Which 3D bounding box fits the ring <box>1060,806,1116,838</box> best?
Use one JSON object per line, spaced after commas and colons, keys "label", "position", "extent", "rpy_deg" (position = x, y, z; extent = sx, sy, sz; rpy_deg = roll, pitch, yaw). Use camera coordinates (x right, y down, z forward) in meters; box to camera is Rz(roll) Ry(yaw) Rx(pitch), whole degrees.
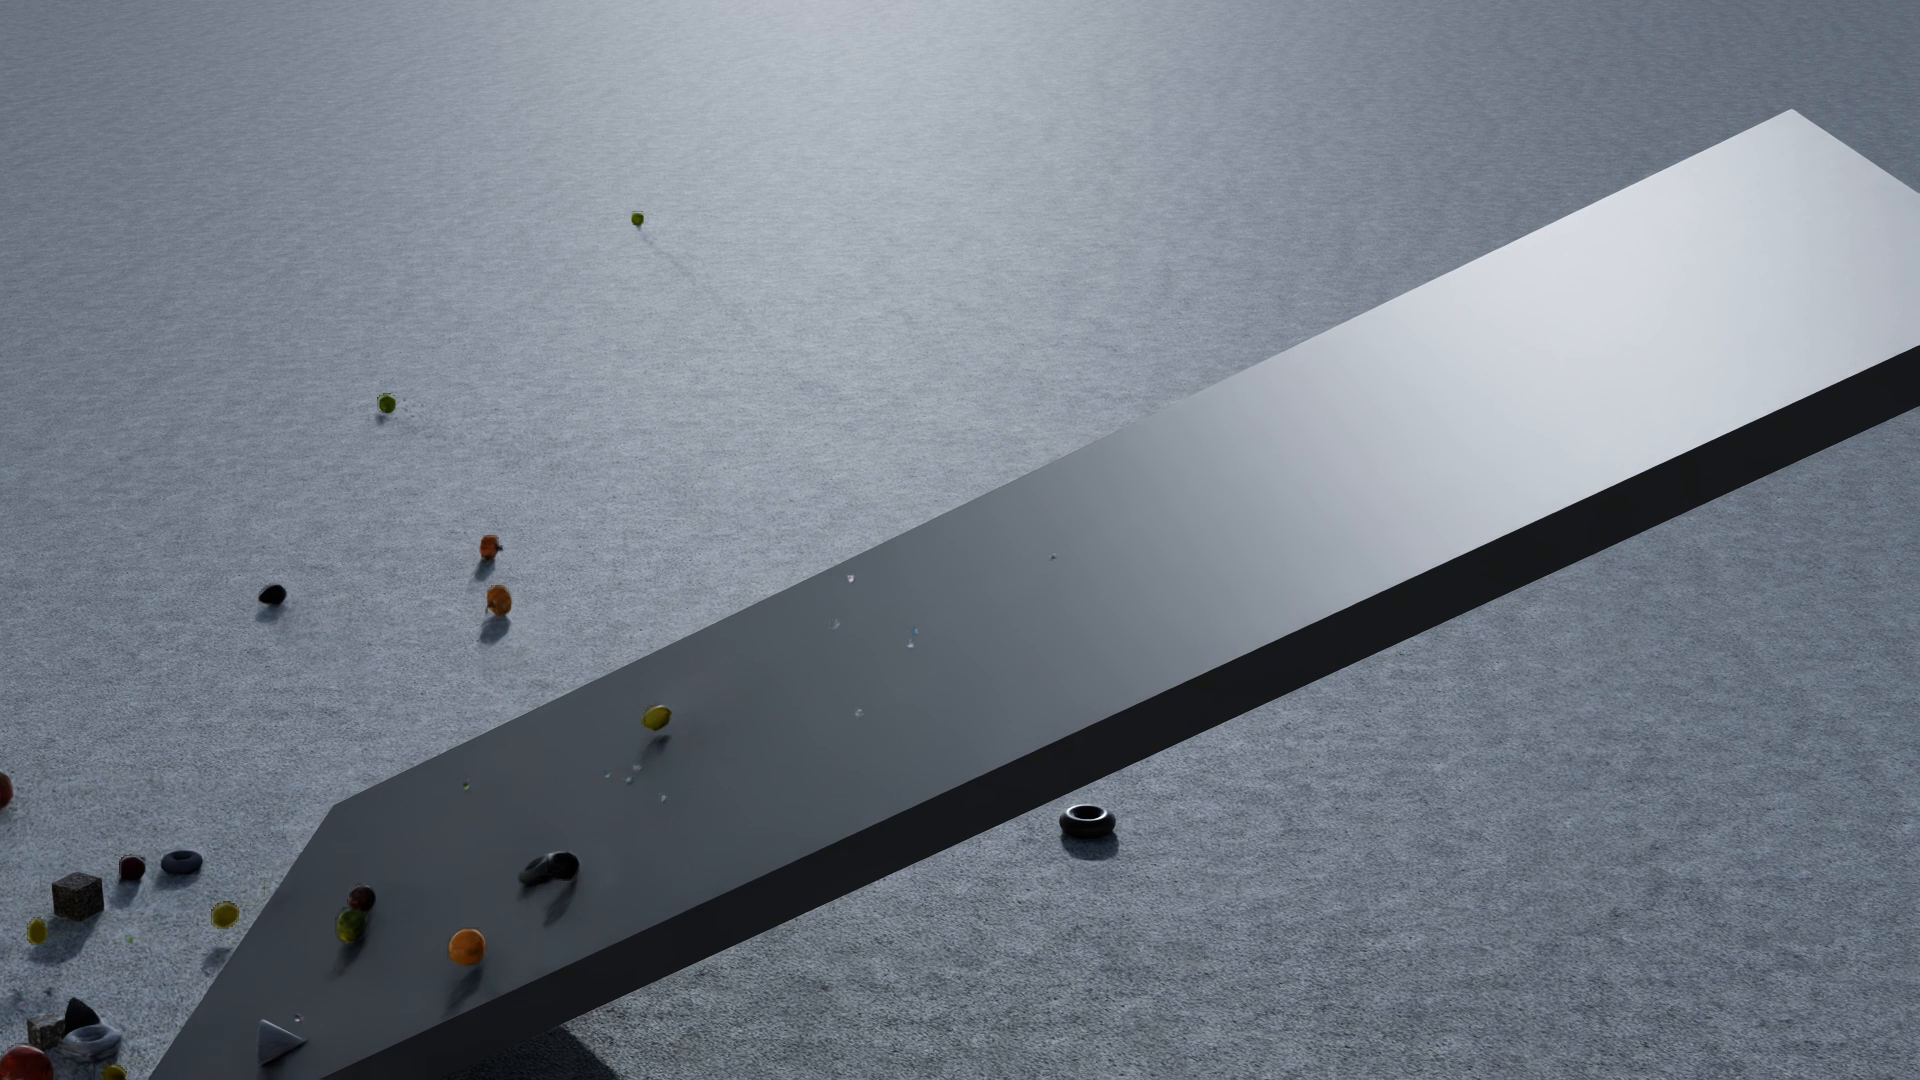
{"label": "ring", "position": [0.331, 0.731, 7.637], "extent": [0.148, 0.049, 0.148], "rpy_deg": [0, 18, 0]}

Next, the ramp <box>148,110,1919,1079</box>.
{"label": "ramp", "position": [0.139, 0.168, 6.281], "extent": [4.000, 0.100, 2.000], "rpy_deg": [-25, 14, 10]}

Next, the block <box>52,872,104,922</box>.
{"label": "block", "position": [-2.139, 0.865, 7.133], "extent": [0.082, 0.082, 0.082], "rpy_deg": [9, 19, 27]}

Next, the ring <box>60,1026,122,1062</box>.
{"label": "ring", "position": [-1.895, 1.099, 6.422], "extent": [0.131, 0.044, 0.131], "rpy_deg": [-1, 16, 0]}

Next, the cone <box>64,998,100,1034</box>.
{"label": "cone", "position": [-1.968, 1.074, 6.516], "extent": [0.083, 0.083, 0.083], "rpy_deg": [11, 47, 32]}

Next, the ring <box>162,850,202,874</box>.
{"label": "ring", "position": [-1.958, 0.810, 7.398], "extent": [0.103, 0.034, 0.103], "rpy_deg": [0, 15, 0]}

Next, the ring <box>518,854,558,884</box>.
{"label": "ring", "position": [-0.873, 0.681, 6.085], "extent": [0.089, 0.030, 0.089], "rpy_deg": [-27, 14, 7]}

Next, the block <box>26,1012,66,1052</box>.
{"label": "block", "position": [-2.007, 1.079, 6.462], "extent": [0.058, 0.058, 0.058], "rpy_deg": [16, 23, 43]}
